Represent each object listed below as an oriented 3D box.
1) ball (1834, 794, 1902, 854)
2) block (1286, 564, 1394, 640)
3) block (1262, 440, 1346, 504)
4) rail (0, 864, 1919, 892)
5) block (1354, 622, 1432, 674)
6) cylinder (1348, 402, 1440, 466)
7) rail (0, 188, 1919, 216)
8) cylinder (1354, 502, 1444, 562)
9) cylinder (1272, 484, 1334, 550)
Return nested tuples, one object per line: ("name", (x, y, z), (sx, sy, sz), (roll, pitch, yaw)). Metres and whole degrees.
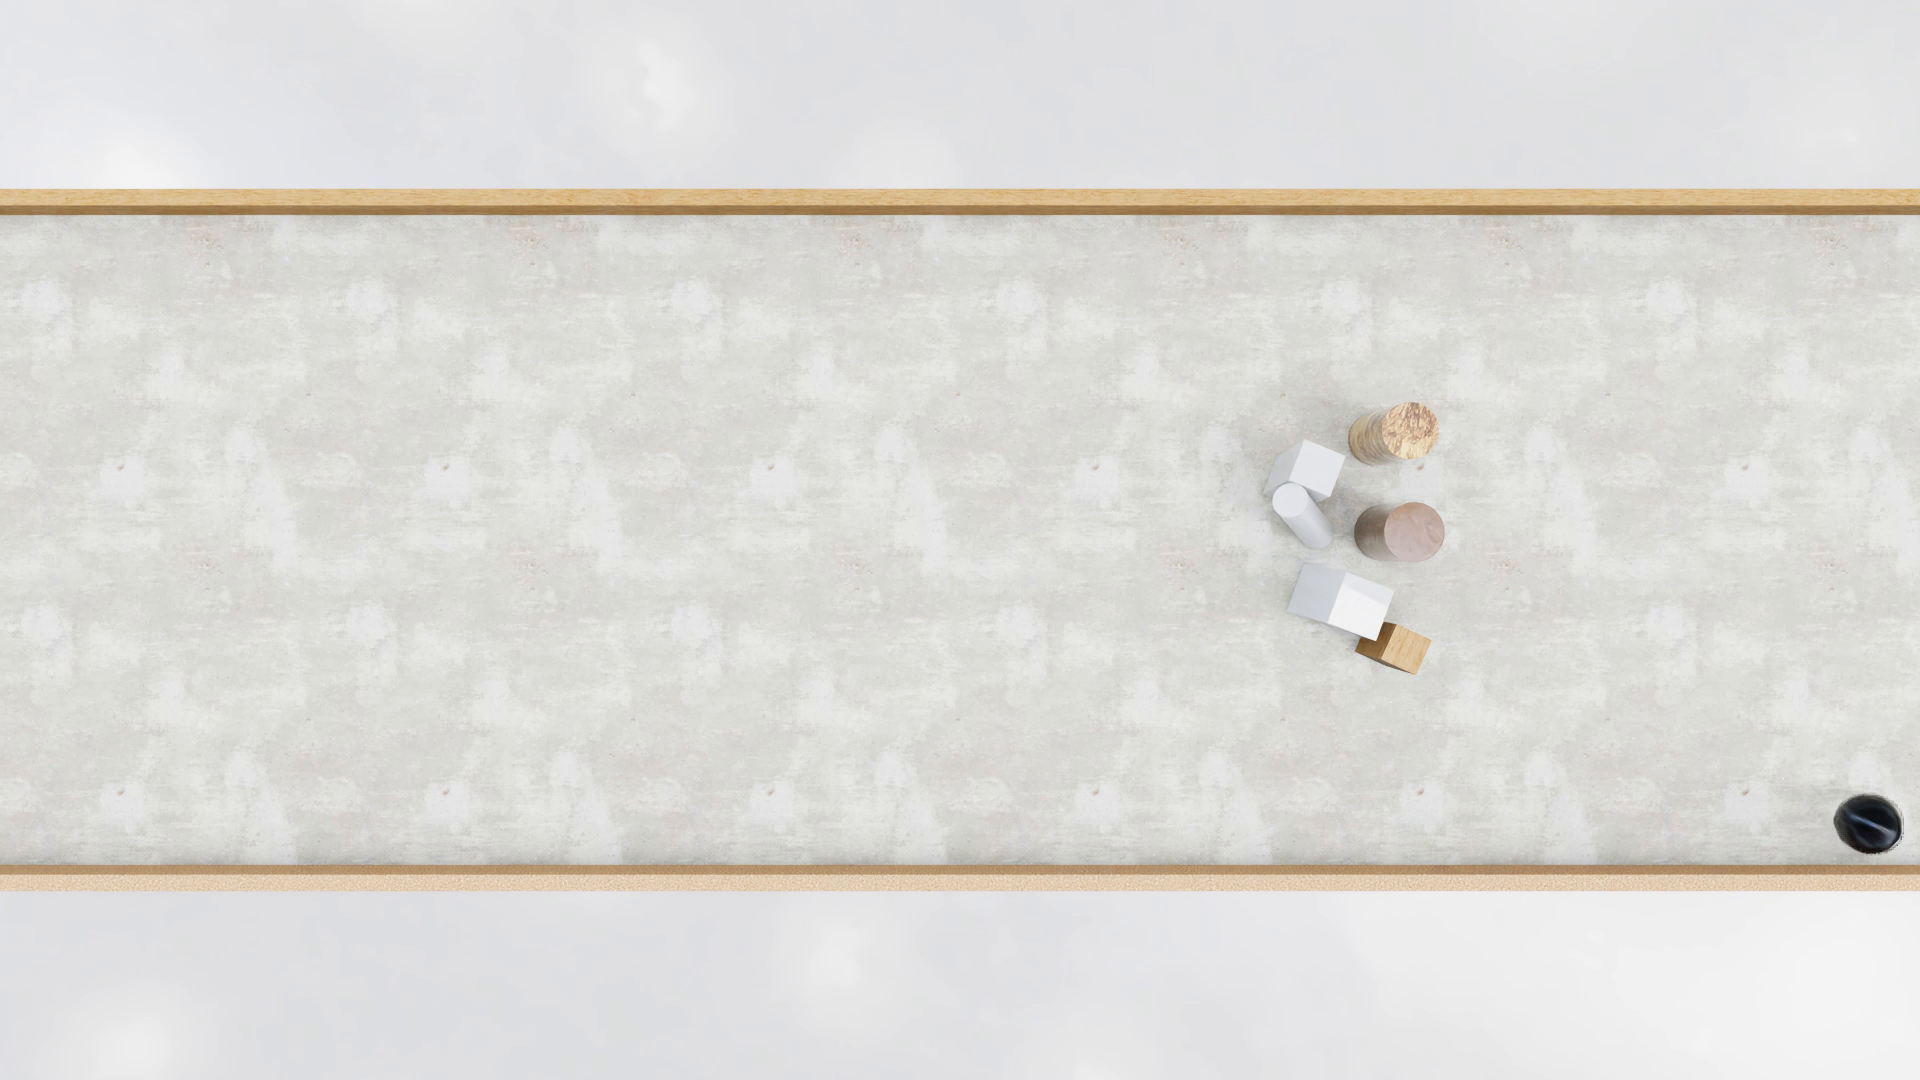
("ball", (2.745, 0.857, 4.986), (0.181, 0.181, 0.181), (0, 90, 0))
("block", (1.123, 0.181, 4.891), (0.155, 0.351, 0.155), (20, 90, -8))
("block", (1.017, -0.191, 4.898), (0.127, 0.347, 0.127), (22, 85, 0))
("rail", (-2.247, 1.025, 5.001), (12.000, 0.150, 0.050), (0, 90, 0))
("block", (1.287, 0.316, 4.916), (0.111, 0.321, 0.111), (25, 90, 0))
("cylinder", (1.275, -0.309, 4.871), (0.162, 0.412, 0.162), (0, 90, 0))
("rail", (-2.247, -1.025, 5.002), (12.000, 0.150, 0.050), (0, 90, 0))
("cylinder", (1.300, -0.022, 4.896), (0.174, 0.360, 0.174), (0, 90, 0))
("cylinder", (1.020, -0.067, 4.888), (0.102, 0.373, 0.102), (-7, 73, 22))
